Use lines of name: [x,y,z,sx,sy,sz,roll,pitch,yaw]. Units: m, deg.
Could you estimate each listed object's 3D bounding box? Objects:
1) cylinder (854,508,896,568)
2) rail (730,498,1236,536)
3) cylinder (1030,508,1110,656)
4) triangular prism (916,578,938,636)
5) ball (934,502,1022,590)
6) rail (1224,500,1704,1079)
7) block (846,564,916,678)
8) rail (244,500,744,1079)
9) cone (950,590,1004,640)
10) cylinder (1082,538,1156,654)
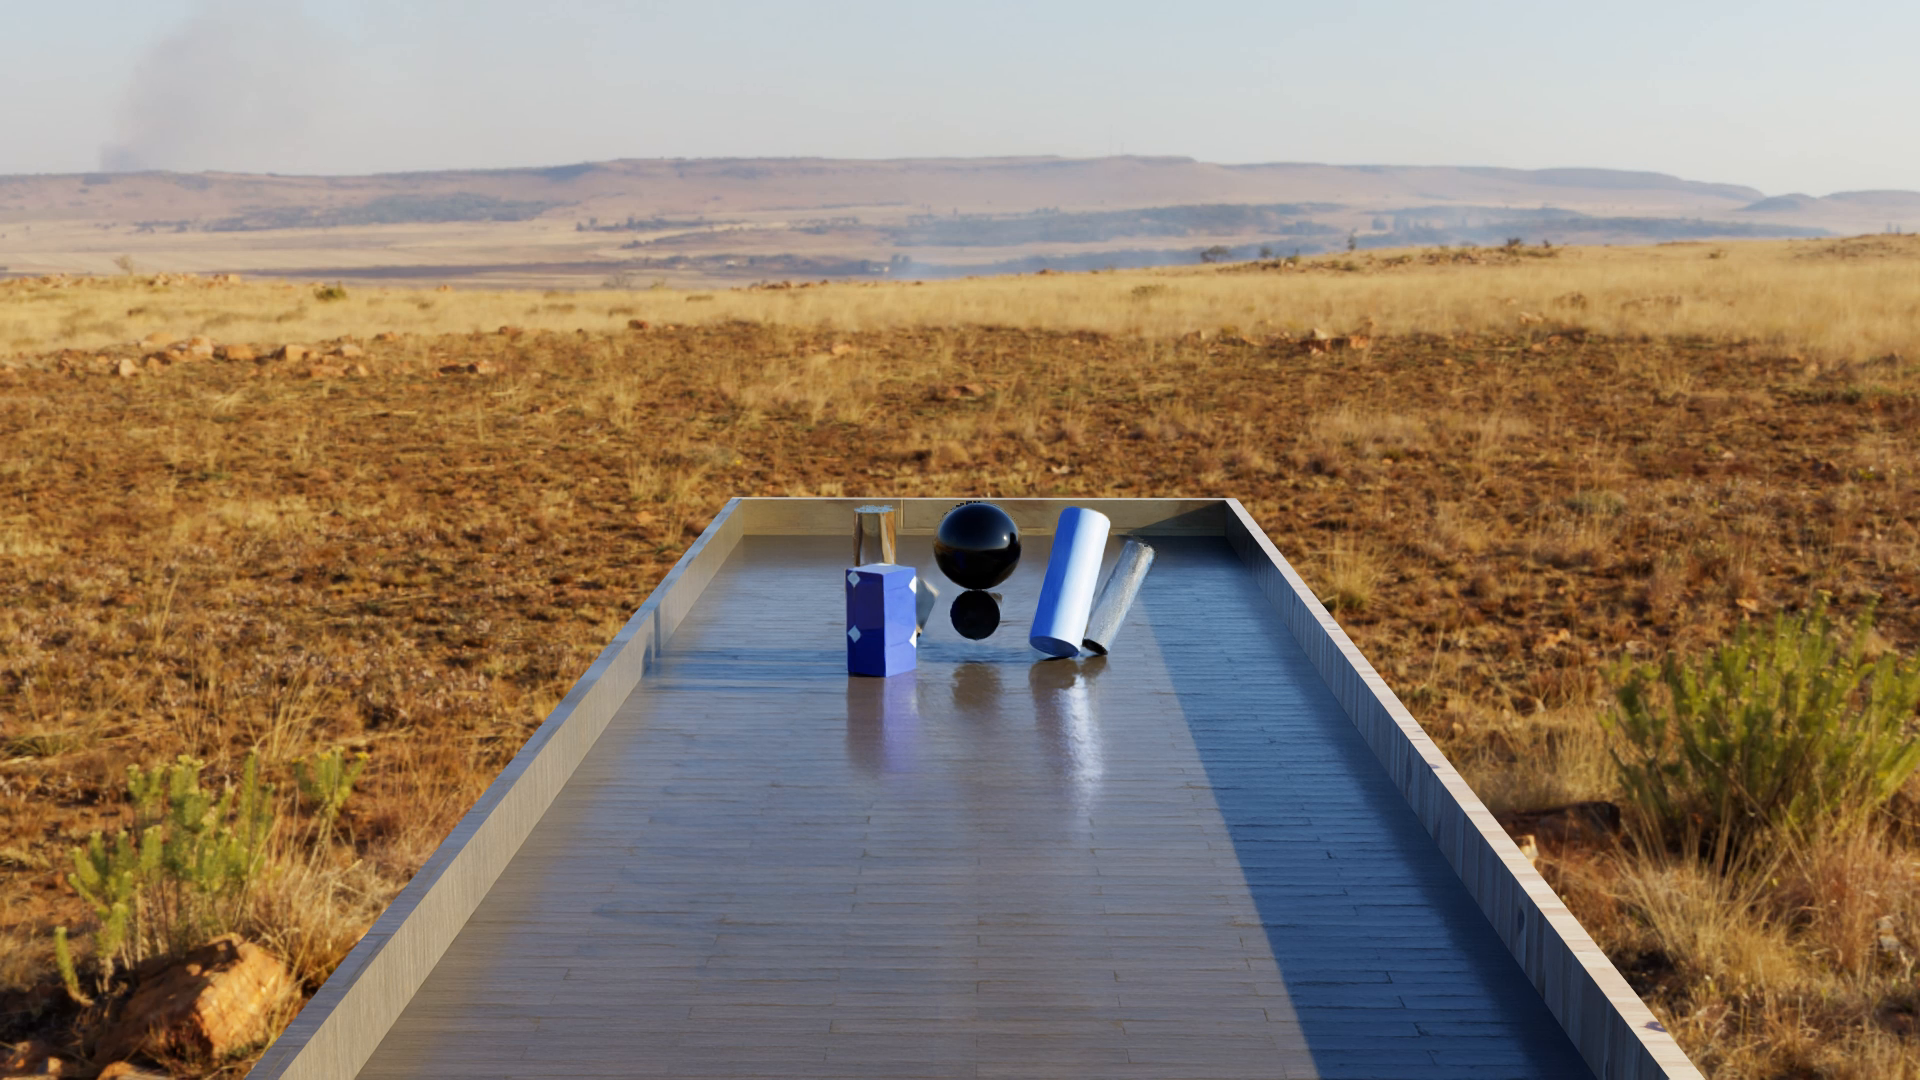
cylinder: [-0.259,0.135,6.690,0.126,0.458,0.126,0,9,0]
rail: [0.099,-0.098,9.147,2.100,0.150,0.050,0,9,1]
cylinder: [0.338,0.129,6.765,0.158,0.434,0.158,13,-22,5]
triangular prism: [-0.150,0.212,6.875,0.089,0.077,0.313,-24,17,20]
ball: [0.055,0.020,6.833,0.273,0.273,0.273,0,9,0]
rail: [1.046,0.843,3.208,0.050,0.150,12.000,0,9,1]
block: [-0.233,0.236,6.534,0.146,0.307,0.146,6,11,37]
rail: [-1.004,0.839,3.234,0.050,0.150,12.000,0,9,1]
cone: [0.098,0.206,7.022,0.156,0.156,0.459,2,7,13]
cylinder: [0.487,0.175,6.810,0.100,0.361,0.100,24,-20,9]
